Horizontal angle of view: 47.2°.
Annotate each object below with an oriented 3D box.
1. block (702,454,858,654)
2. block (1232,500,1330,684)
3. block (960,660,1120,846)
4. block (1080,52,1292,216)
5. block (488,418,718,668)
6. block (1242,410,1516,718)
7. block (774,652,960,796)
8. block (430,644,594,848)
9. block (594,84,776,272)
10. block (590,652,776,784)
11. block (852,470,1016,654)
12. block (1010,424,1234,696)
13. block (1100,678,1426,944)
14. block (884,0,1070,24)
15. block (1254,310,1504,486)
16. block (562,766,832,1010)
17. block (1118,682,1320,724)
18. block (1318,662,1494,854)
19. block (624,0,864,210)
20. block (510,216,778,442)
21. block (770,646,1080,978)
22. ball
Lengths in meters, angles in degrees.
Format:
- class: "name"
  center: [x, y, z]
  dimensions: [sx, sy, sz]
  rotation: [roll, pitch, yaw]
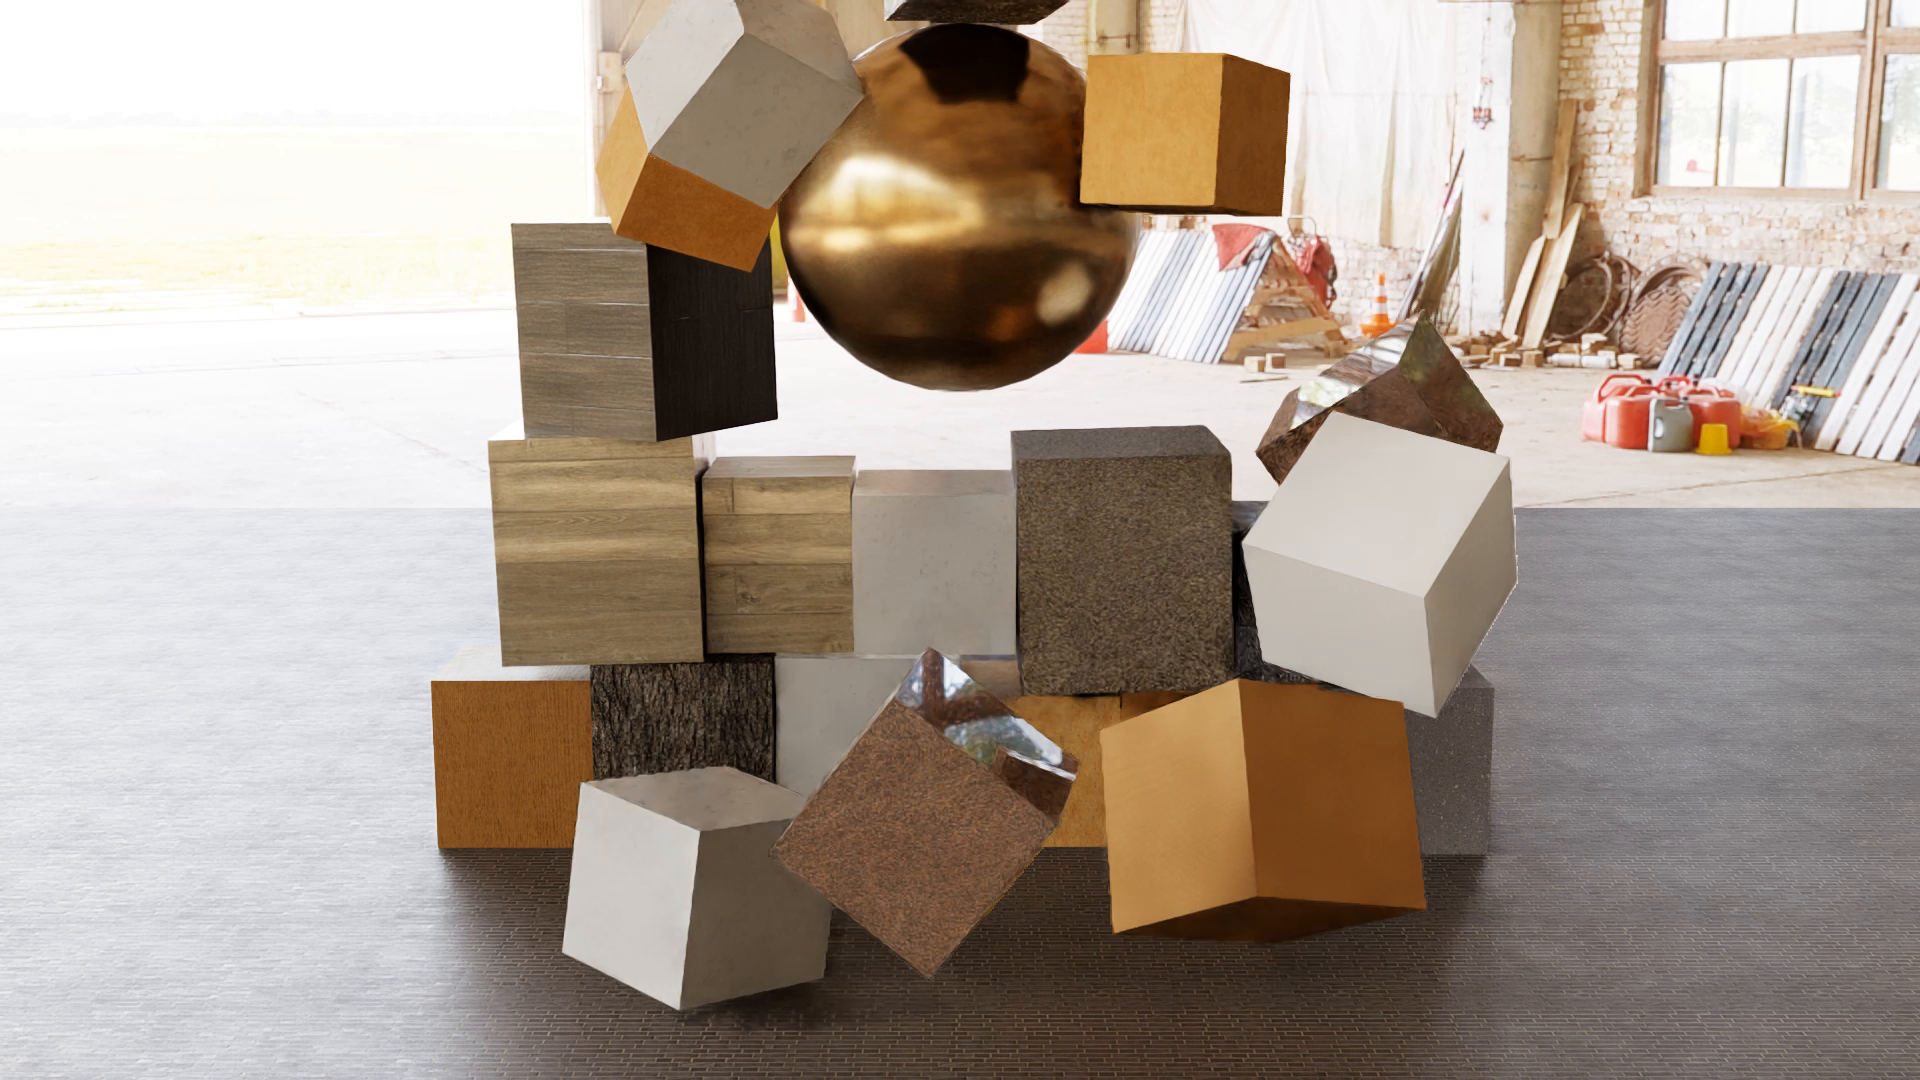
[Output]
- class: "block"
  center: [-0.897, 0.060, 11.198]
  dimensions: [0.727, 0.882, 0.738]
  rotation: [-1, 10, 0]
- class: "block"
  center: [1.817, 0.254, 11.225]
  dimensions: [0.904, 0.764, 0.872]
  rotation: [1, 10, 0]
- class: "block"
  center: [0.398, 1.094, 11.386]
  dimensions: [0.786, 0.774, 0.785]
  rotation: [0, 10, 0]
- class: "block"
  center: [0.927, -1.647, 8.991]
  dimensions: [0.596, 0.590, 0.670]
  rotation: [6, 7, 31]
- class: "block"
  center: [-1.765, -0.032, 11.156]
  dimensions: [0.987, 1.122, 0.997]
  rotation: [-2, 10, 0]
- class: "block"
  center: [1.796, 0.093, 9.339]
  dimensions: [0.811, 0.762, 0.830]
  rotation: [18, 55, 30]
- class: "block"
  center: [-0.457, 0.987, 11.352]
  dimensions: [0.905, 0.997, 0.929]
  rotation: [0, 10, 0]
- class: "block"
  center: [-2.226, 1.050, 11.379]
  dimensions: [0.800, 0.863, 0.805]
  rotation: [0, 10, 0]
- class: "block"
  center: [-1.204, -1.769, 10.135]
  dimensions: [0.671, 0.687, 0.657]
  rotation: [13, 31, -27]
- class: "block"
  center: [-1.368, 0.999, 11.348]
  dimensions: [0.896, 0.973, 0.968]
  rotation: [0, 10, 0]
- class: "block"
  center: [-0.128, 0.098, 11.218]
  dimensions: [0.799, 0.800, 0.846]
  rotation: [0, 10, 0]
- class: "block"
  center: [0.796, 0.074, 11.118]
  dimensions: [1.026, 1.154, 1.095]
  rotation: [-2, 10, 0]
- class: "block"
  center: [1.251, 1.162, 9.217]
  dimensions: [0.902, 0.870, 0.919]
  rotation: [10, -23, -32]
- class: "block"
  center: [0.079, -2.534, 9.024]
  dimensions: [0.658, 0.685, 0.735]
  rotation: [-1, 4, -13]
- class: "block"
  center: [1.999, -0.482, 10.435]
  dimensions: [0.806, 0.693, 0.764]
  rotation: [-33, 10, 30]
- class: "block"
  center: [-1.073, 1.429, 9.208]
  dimensions: [0.753, 0.733, 0.799]
  rotation: [14, 10, 41]
- class: "block"
  center: [1.287, 1.054, 11.360]
  dimensions: [0.968, 0.861, 0.931]
  rotation: [0, 10, 0]
- class: "block"
  center: [2.203, 1.059, 11.356]
  dimensions: [0.847, 0.853, 0.973]
  rotation: [0, 10, 0]
- class: "block"
  center: [-0.901, -1.901, 9.110]
  dimensions: [0.617, 0.664, 0.590]
  rotation: [21, 35, -39]
- class: "block"
  center: [-1.543, -1.069, 10.837]
  dimensions: [0.881, 1.021, 0.898]
  rotation: [6, 13, 34]
- class: "block"
  center: [-0.109, 0.954, 7.858]
  dimensions: [0.705, 0.731, 0.703]
  rotation: [38, 15, 0]
- class: "ball"
  center: [0.000, -1.445, 9.627]
  dimensions: [1.600, 1.600, 1.600]
  rotation: [0, 10, 0]
